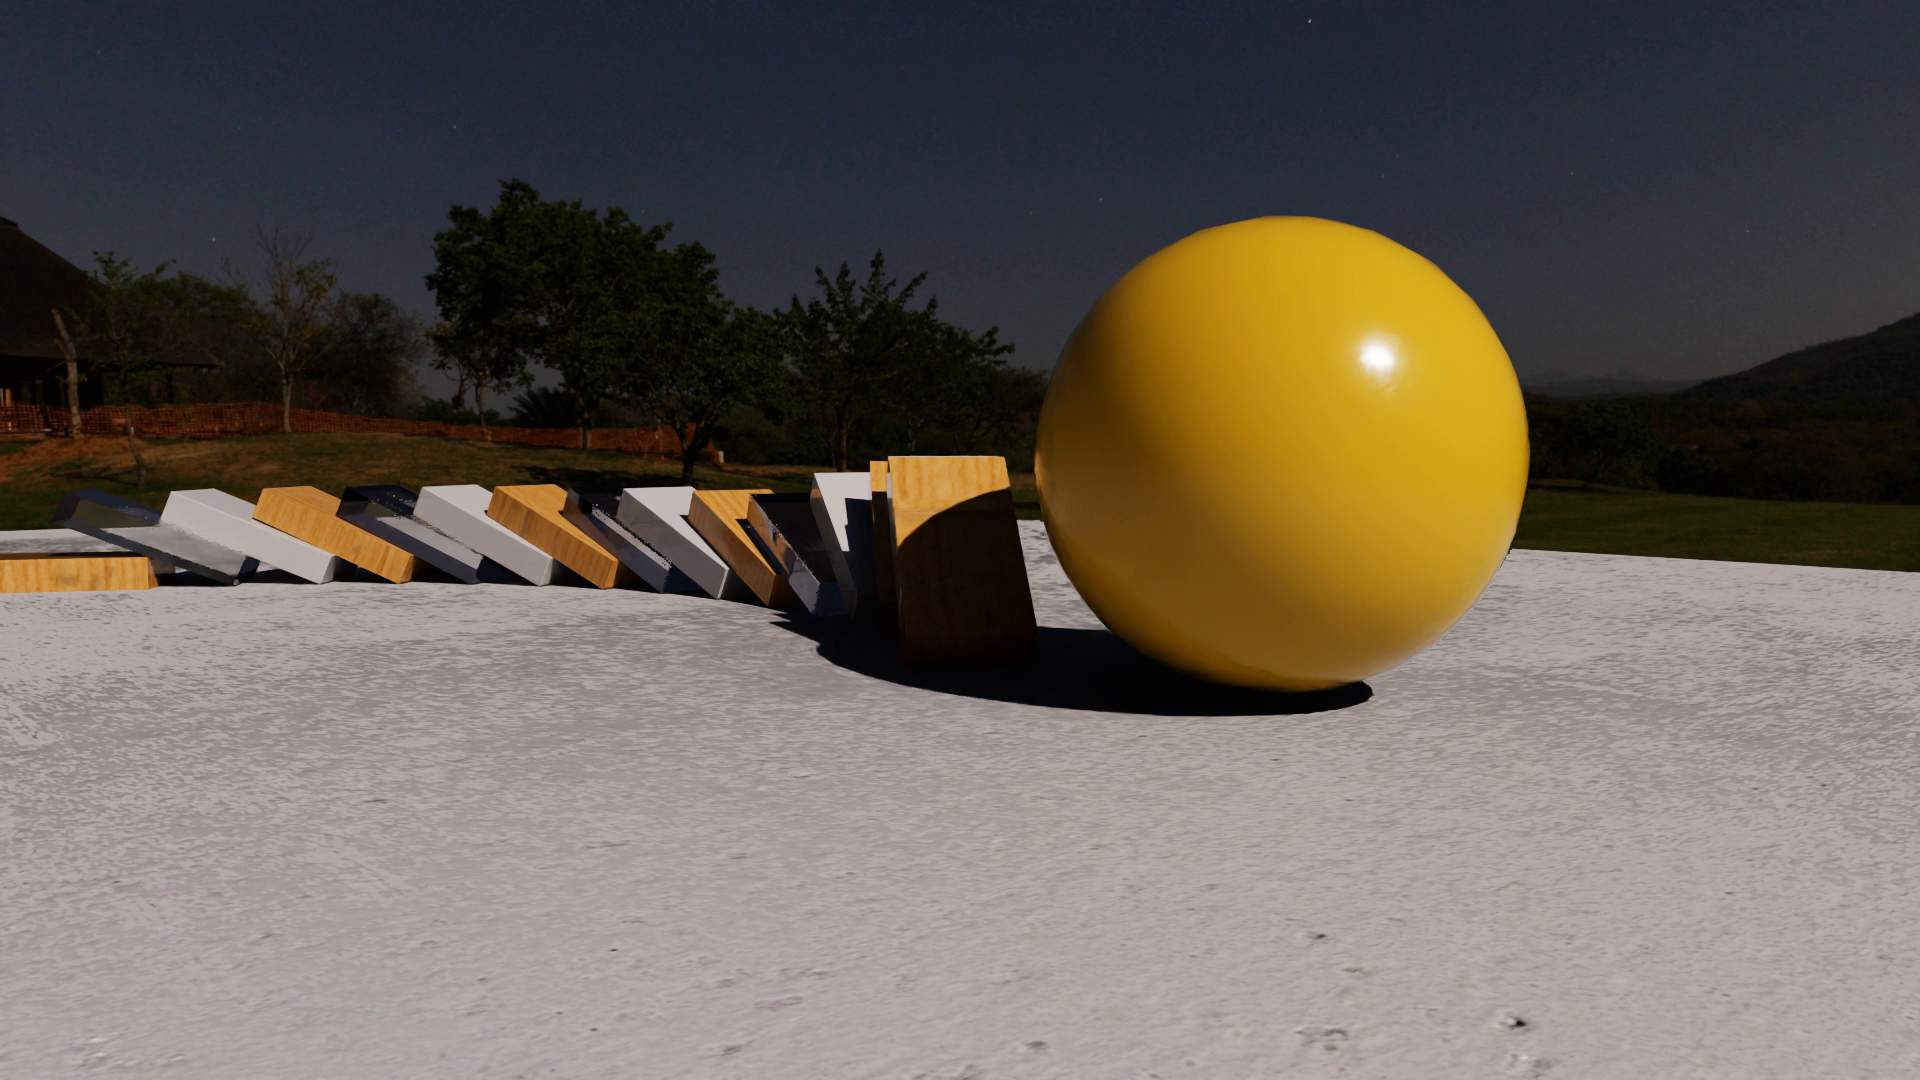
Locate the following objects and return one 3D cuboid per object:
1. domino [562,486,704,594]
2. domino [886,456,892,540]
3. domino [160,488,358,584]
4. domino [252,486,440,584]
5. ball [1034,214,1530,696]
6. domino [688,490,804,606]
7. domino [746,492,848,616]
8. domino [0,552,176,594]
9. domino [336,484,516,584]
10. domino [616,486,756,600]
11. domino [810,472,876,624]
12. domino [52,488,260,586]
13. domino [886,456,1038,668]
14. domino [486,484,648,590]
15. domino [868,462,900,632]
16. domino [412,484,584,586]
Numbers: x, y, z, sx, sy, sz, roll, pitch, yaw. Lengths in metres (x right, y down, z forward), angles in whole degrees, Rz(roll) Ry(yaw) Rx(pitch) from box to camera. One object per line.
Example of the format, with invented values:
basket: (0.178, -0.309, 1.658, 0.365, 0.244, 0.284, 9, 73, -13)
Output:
domino: (-0.094, -0.001, 0.385, 0.050, 0.010, 0.025, 32, 22, 31)
domino: (-0.002, 0.002, 0.275, 0.025, 0.009, 0.050, -1, 45, -8)
domino: (-0.215, -0.001, 0.398, 0.050, 0.009, 0.025, 23, 3, -5)
domino: (-0.190, -0.002, 0.402, 0.050, 0.009, 0.025, 24, 6, 2)
ball: (0.053, -0.014, 0.217, 0.080, 0.080, 0.080, 0, 4, 0)
domino: (-0.053, 0.001, 0.357, 0.025, 0.010, 0.050, -3, 29, -38)
domino: (-0.036, 0.003, 0.339, 0.025, 0.009, 0.050, -3, 29, -30)
domino: (-0.265, 0.009, 0.380, 0.050, 0.009, 0.025, -1, 4, -15)
domino: (-0.166, -0.002, 0.403, 0.050, 0.010, 0.025, 26, 9, 9)
domino: (-0.074, 0.000, 0.372, 0.050, 0.009, 0.025, 33, 23, 33)
domino: (-0.020, 0.001, 0.322, 0.025, 0.009, 0.050, -2, 37, -20)
domino: (-0.241, -0.001, 0.388, 0.050, 0.010, 0.025, 23, -2, -17)
domino: (-0.001, 0.003, 0.261, 0.025, 0.009, 0.050, -1, 45, -8)
domino: (-0.117, -0.002, 0.394, 0.050, 0.009, 0.025, 29, 16, 21)
domino: (-0.008, 0.001, 0.305, 0.025, 0.009, 0.050, 0, 42, -7)
domino: (-0.141, -0.002, 0.400, 0.050, 0.009, 0.025, 27, 12, 15)
